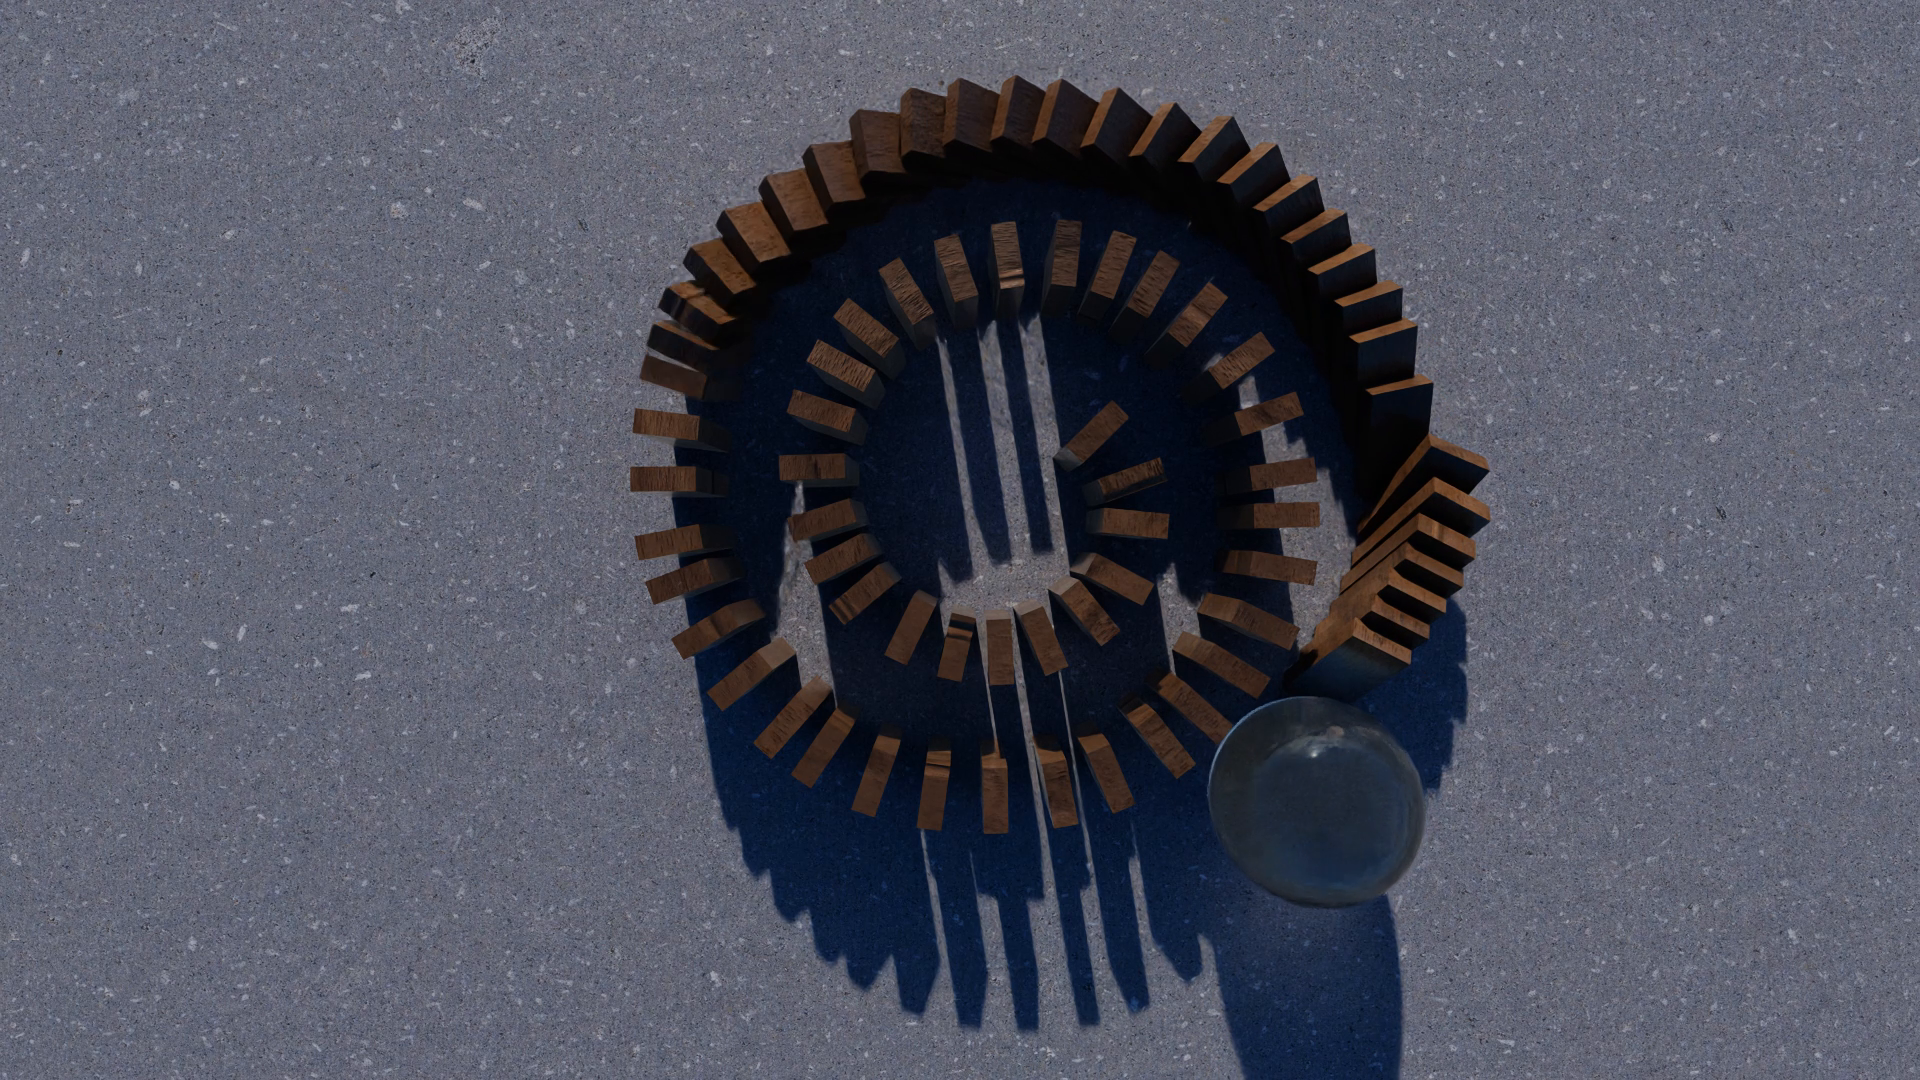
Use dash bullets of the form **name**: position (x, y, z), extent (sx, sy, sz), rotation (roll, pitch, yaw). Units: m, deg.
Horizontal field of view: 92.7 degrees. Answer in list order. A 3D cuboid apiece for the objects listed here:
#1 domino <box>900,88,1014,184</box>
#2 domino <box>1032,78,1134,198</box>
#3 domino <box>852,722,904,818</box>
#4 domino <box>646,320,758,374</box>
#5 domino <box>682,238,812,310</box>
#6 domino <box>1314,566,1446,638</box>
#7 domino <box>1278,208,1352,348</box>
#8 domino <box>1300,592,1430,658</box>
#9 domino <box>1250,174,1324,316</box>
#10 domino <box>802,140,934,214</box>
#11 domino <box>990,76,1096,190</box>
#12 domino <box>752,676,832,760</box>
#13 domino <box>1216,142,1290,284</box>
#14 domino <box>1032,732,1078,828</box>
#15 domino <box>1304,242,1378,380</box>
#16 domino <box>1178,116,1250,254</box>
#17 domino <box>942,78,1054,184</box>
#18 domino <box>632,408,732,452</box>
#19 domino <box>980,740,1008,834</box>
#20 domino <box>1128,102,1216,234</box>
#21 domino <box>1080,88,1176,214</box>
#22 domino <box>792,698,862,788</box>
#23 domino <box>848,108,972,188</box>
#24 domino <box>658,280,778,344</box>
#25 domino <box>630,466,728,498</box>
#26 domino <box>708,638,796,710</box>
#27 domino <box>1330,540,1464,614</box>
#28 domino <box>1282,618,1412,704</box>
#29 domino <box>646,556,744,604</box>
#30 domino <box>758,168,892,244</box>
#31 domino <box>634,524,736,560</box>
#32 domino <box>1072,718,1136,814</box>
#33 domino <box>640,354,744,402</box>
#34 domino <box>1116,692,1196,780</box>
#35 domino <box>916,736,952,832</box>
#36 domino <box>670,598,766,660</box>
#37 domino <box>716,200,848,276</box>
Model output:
- **domino**: position (-0.001, -0.168, 0.383), extent (0.050, 0.009, 0.025), rotation (0, 90, -32)
- **domino**: position (0.055, -0.167, 0.382), extent (0.050, 0.009, 0.025), rotation (17, 87, -32)
- **domino**: position (-0.033, 0.093, 0.375), extent (0.009, 0.050, 0.025), rotation (19, 90, 0)
- **domino**: position (-0.104, -0.081, 0.375), extent (0.025, 0.050, 0.009), rotation (25, 110, 0)
- **domino**: position (-0.087, -0.114, 0.378), extent (0.025, 0.050, 0.009), rotation (48, 131, 0)
- **domino**: position (0.172, 0.033, 0.377), extent (0.025, 0.050, 0.009), rotation (27, 52, 0)
- **domino**: position (0.151, -0.108, 0.381), extent (0.025, 0.009, 0.050), rotation (-29, 127, 0)
- **domino**: position (0.165, 0.043, 0.377), extent (0.025, 0.050, 0.009), rotation (27, 52, 0)
- **domino**: position (0.141, -0.122, 0.382), extent (0.025, 0.010, 0.050), rotation (-33, 125, 0)
- **domino**: position (-0.038, -0.153, 0.383), extent (0.050, 0.010, 0.025), rotation (-21, 90, -32)
- **domino**: position (0.038, -0.169, 0.383), extent (0.050, 0.009, 0.025), rotation (13, 89, -32)
- **domino**: position (-0.067, 0.071, 0.375), extent (0.009, 0.050, 0.025), rotation (42, 90, 0)
- **domino**: position (0.127, -0.135, 0.381), extent (0.025, 0.010, 0.050), rotation (-41, 126, -1)
- **domino**: position (0.038, 0.097, 0.375), extent (0.010, 0.050, 0.025), rotation (-11, 90, 0)
- **domino**: position (0.160, -0.094, 0.381), extent (0.025, 0.010, 0.050), rotation (-25, 126, 0)
- **domino**: position (0.113, -0.147, 0.381), extent (0.025, 0.009, 0.050), rotation (-49, 126, -2)
- **domino**: position (0.017, -0.170, 0.382), extent (0.050, 0.009, 0.025), rotation (6, 88, -32)
- **domino**: position (-0.112, -0.044, 0.375), extent (0.025, 0.050, 0.009), rotation (7, 90, 0)
- **domino**: position (0.014, 0.100, 0.375), extent (0.009, 0.050, 0.025), rotation (-1, 90, 0)
- **domino**: position (0.096, -0.154, 0.383), extent (0.050, 0.010, 0.025), rotation (32, 90, -31)
- **domino**: position (0.076, -0.162, 0.383), extent (0.050, 0.009, 0.025), rotation (24, 89, -31)
- **domino**: position (-0.054, 0.082, 0.375), extent (0.010, 0.050, 0.025), rotation (34, 90, 0)
- **domino**: position (-0.020, -0.163, 0.383), extent (0.050, 0.010, 0.025), rotation (-9, 90, -32)
- **domino**: position (-0.098, -0.096, 0.376), extent (0.025, 0.050, 0.009), rotation (36, 119, 0)
- **domino**: position (-0.113, -0.023, 0.375), extent (0.025, 0.050, 0.009), rotation (0, 90, 0)
- **domino**: position (-0.084, 0.054, 0.375), extent (0.025, 0.050, 0.010), rotation (-40, 90, 0)
- **domino**: position (0.178, 0.023, 0.377), extent (0.025, 0.050, 0.010), rotation (27, 52, 0)
- **domino**: position (0.158, 0.053, 0.377), extent (0.025, 0.050, 0.010), rotation (27, 52, 0)
- **domino**: position (-0.107, 0.016, 0.375), extent (0.025, 0.050, 0.010), rotation (-21, 90, 0)
- **domino**: position (-0.056, -0.142, 0.382), extent (0.050, 0.010, 0.025), rotation (-28, 90, -35)
- **domino**: position (-0.111, 0.001, 0.375), extent (0.025, 0.050, 0.009), rotation (-11, 90, 0)
- **domino**: position (0.058, 0.091, 0.375), extent (0.010, 0.050, 0.025), rotation (-23, 90, 0)
- **domino**: position (-0.108, -0.066, 0.375), extent (0.025, 0.050, 0.009), rotation (19, 98, 0)
- **domino**: position (0.079, 0.079, 0.375), extent (0.009, 0.050, 0.025), rotation (-38, 90, 0)
- **domino**: position (-0.010, 0.098, 0.375), extent (0.009, 0.050, 0.025), rotation (8, 90, 0)
- **domino**: position (-0.097, 0.035, 0.375), extent (0.025, 0.050, 0.010), rotation (-31, 90, 0)
- **domino**: position (-0.073, -0.128, 0.380), extent (0.050, 0.009, 0.025), rotation (-34, 90, -41)
